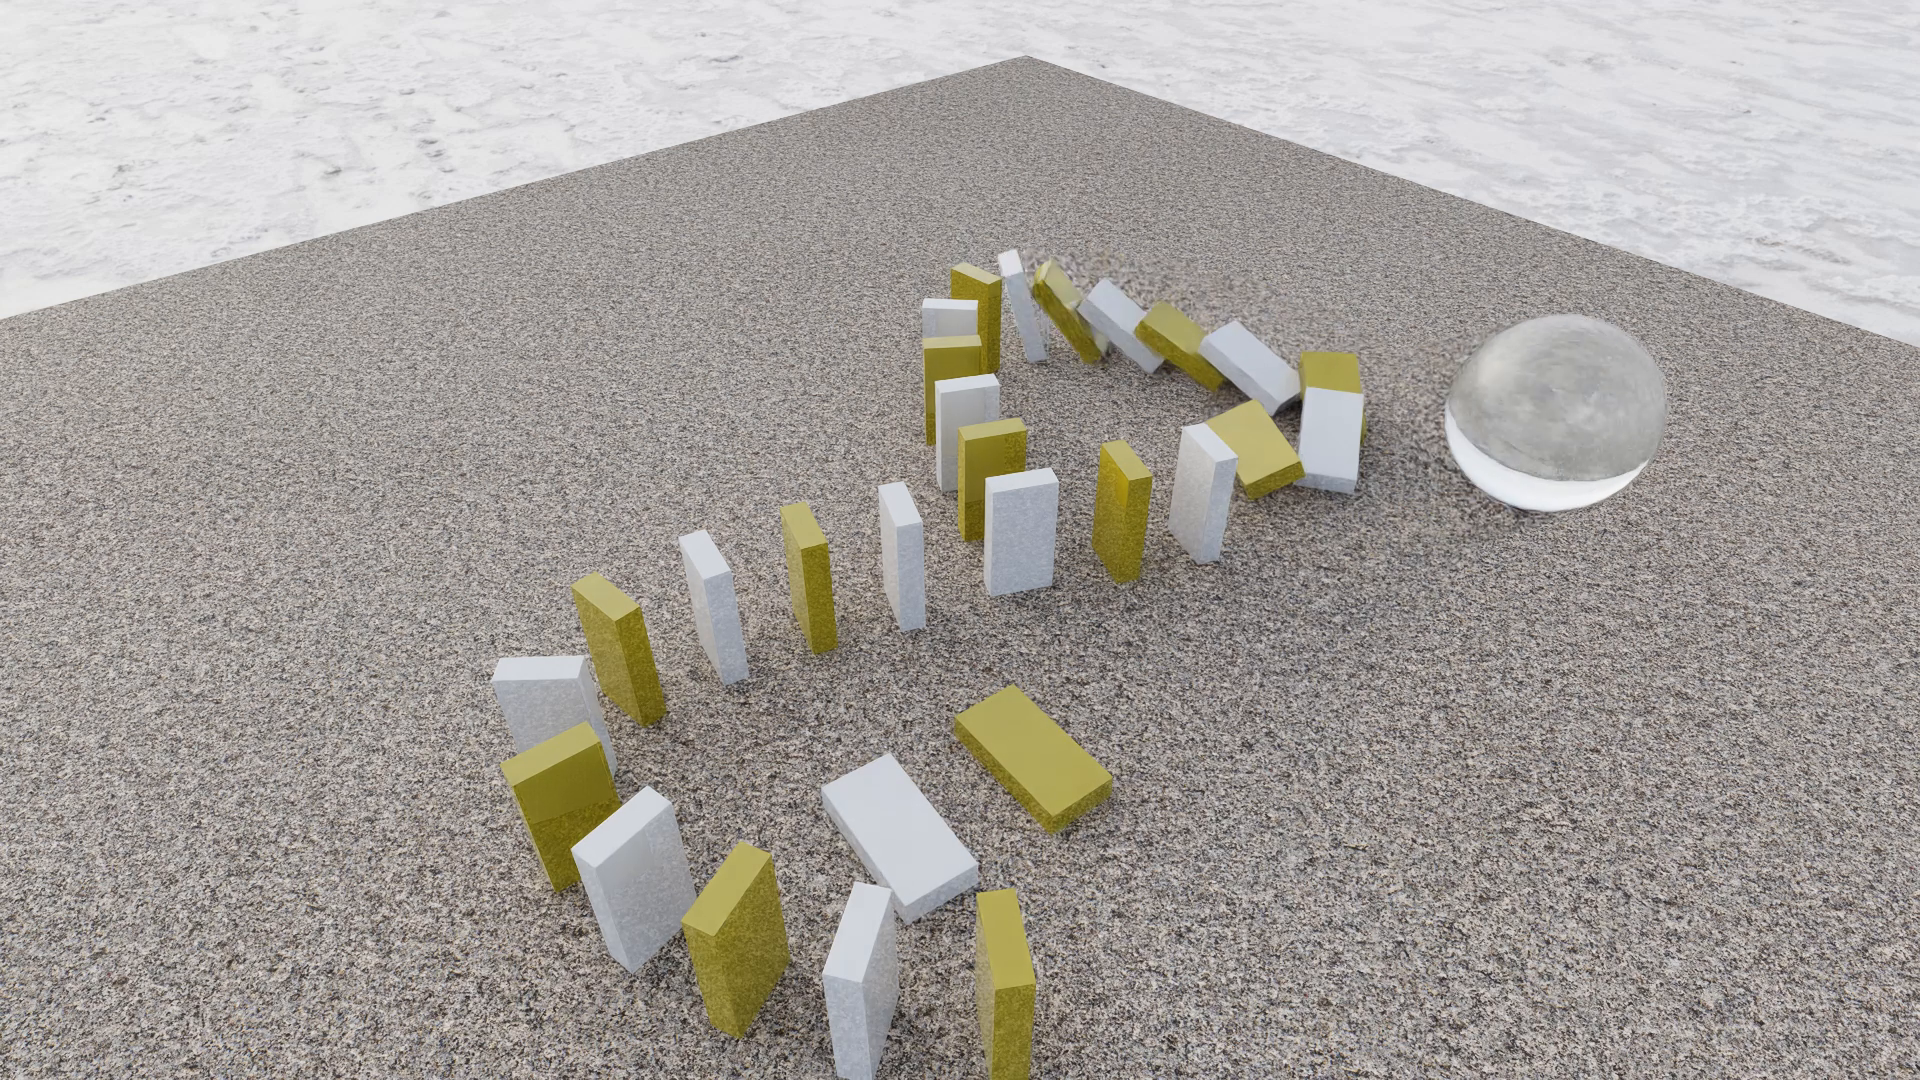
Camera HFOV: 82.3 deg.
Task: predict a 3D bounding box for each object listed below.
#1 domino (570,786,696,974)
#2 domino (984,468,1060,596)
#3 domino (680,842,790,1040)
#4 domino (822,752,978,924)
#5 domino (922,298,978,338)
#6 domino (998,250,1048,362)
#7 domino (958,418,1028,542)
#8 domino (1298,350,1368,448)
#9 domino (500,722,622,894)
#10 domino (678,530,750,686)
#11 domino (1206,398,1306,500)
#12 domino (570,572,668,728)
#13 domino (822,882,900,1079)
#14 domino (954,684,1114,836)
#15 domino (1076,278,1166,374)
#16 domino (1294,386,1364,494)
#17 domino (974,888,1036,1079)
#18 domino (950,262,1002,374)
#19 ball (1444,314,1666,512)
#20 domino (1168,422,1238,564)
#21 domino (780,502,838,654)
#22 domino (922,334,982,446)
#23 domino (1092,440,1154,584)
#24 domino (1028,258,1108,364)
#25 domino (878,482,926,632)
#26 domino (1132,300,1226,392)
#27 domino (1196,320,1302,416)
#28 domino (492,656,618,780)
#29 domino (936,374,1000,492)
[{"bbox_3d":[-0.087,0.093,0.298,0.010,0.050,0.025,26,46,28],"label":"domino"},{"bbox_3d":[0.023,-0.002,0.414,0.025,0.050,0.010,-10,40,-12],"label":"domino"},{"bbox_3d":[-0.057,0.104,0.284,0.009,0.050,0.025,16,42,19],"label":"domino"},{"bbox_3d":[-0.019,0.089,0.334,0.025,0.009,0.050,-23,45,-26],"label":"domino"},{"bbox_3d":[-0.005,-0.089,0.520,0.025,0.050,0.009,3,39,4],"label":"domino"},{"bbox_3d":[0.032,-0.118,0.555,0.010,0.050,0.025,-16,39,7],"label":"domino"},{"bbox_3d":[0.013,-0.024,0.440,0.025,0.050,0.010,-11,41,-13],"label":"domino"},{"bbox_3d":[0.174,-0.066,0.514,0.025,0.010,0.050,4,55,5],"label":"domino"},{"bbox_3d":[-0.112,0.078,0.317,0.025,0.050,0.010,-27,46,-29],"label":"domino"},{"bbox_3d":[-0.085,0.024,0.382,0.009,0.050,0.025,-20,43,-23],"label":"domino"},{"bbox_3d":[0.130,-0.041,0.486,0.025,0.010,0.050,-25,40,8],"label":"domino"},{"bbox_3d":[-0.113,0.037,0.366,0.025,0.050,0.010,30,48,31],"label":"domino"},{"bbox_3d":[-0.024,0.111,0.275,0.010,0.050,0.025,9,40,10],"label":"domino"},{"bbox_3d":[0.023,0.070,0.358,0.025,0.009,0.050,-25,46,-28],"label":"domino"},{"bbox_3d":[0.085,-0.109,0.557,0.050,0.010,0.025,40,47,-1],"label":"domino"},{"bbox_3d":[0.164,-0.045,0.487,0.025,0.010,0.050,10,57,12],"label":"domino"},{"bbox_3d":[0.011,0.113,0.274,0.009,0.050,0.025,-6,40,-7],"label":"domino"},{"bbox_3d":[0.008,-0.109,0.545,0.025,0.050,0.009,32,49,33],"label":"domino"},{"bbox_3d":[0.242,-0.052,0.451,0.080,0.080,0.080,0,39,0],"label":"ball"},{"bbox_3d":[0.095,-0.018,0.433,0.010,0.050,0.025,-13,41,-16],"label":"domino"},{"bbox_3d":[-0.054,0.014,0.394,0.009,0.050,0.025,-15,42,-18],"label":"domino"},{"bbox_3d":[-0.003,-0.067,0.493,0.025,0.050,0.010,-4,39,-5],"label":"domino"},{"bbox_3d":[0.062,-0.011,0.424,0.010,0.050,0.025,-12,41,-14],"label":"domino"},{"bbox_3d":[0.056,-0.116,0.558,0.010,0.050,0.025,-28,25,34],"label":"domino"},{"bbox_3d":[-0.021,0.006,0.404,0.009,0.050,0.025,-11,41,-14],"label":"domino"},{"bbox_3d":[0.114,-0.097,0.547,0.050,0.009,0.025,38,49,9],"label":"domino"},{"bbox_3d":[0.142,-0.084,0.533,0.025,0.010,0.050,-31,67,-32],"label":"domino"},{"bbox_3d":[-0.125,0.057,0.341,0.025,0.050,0.010,-2,39,-2],"label":"domino"},{"bbox_3d":[0.003,-0.045,0.466,0.025,0.050,0.009,-9,40,-11],"label":"domino"}]
